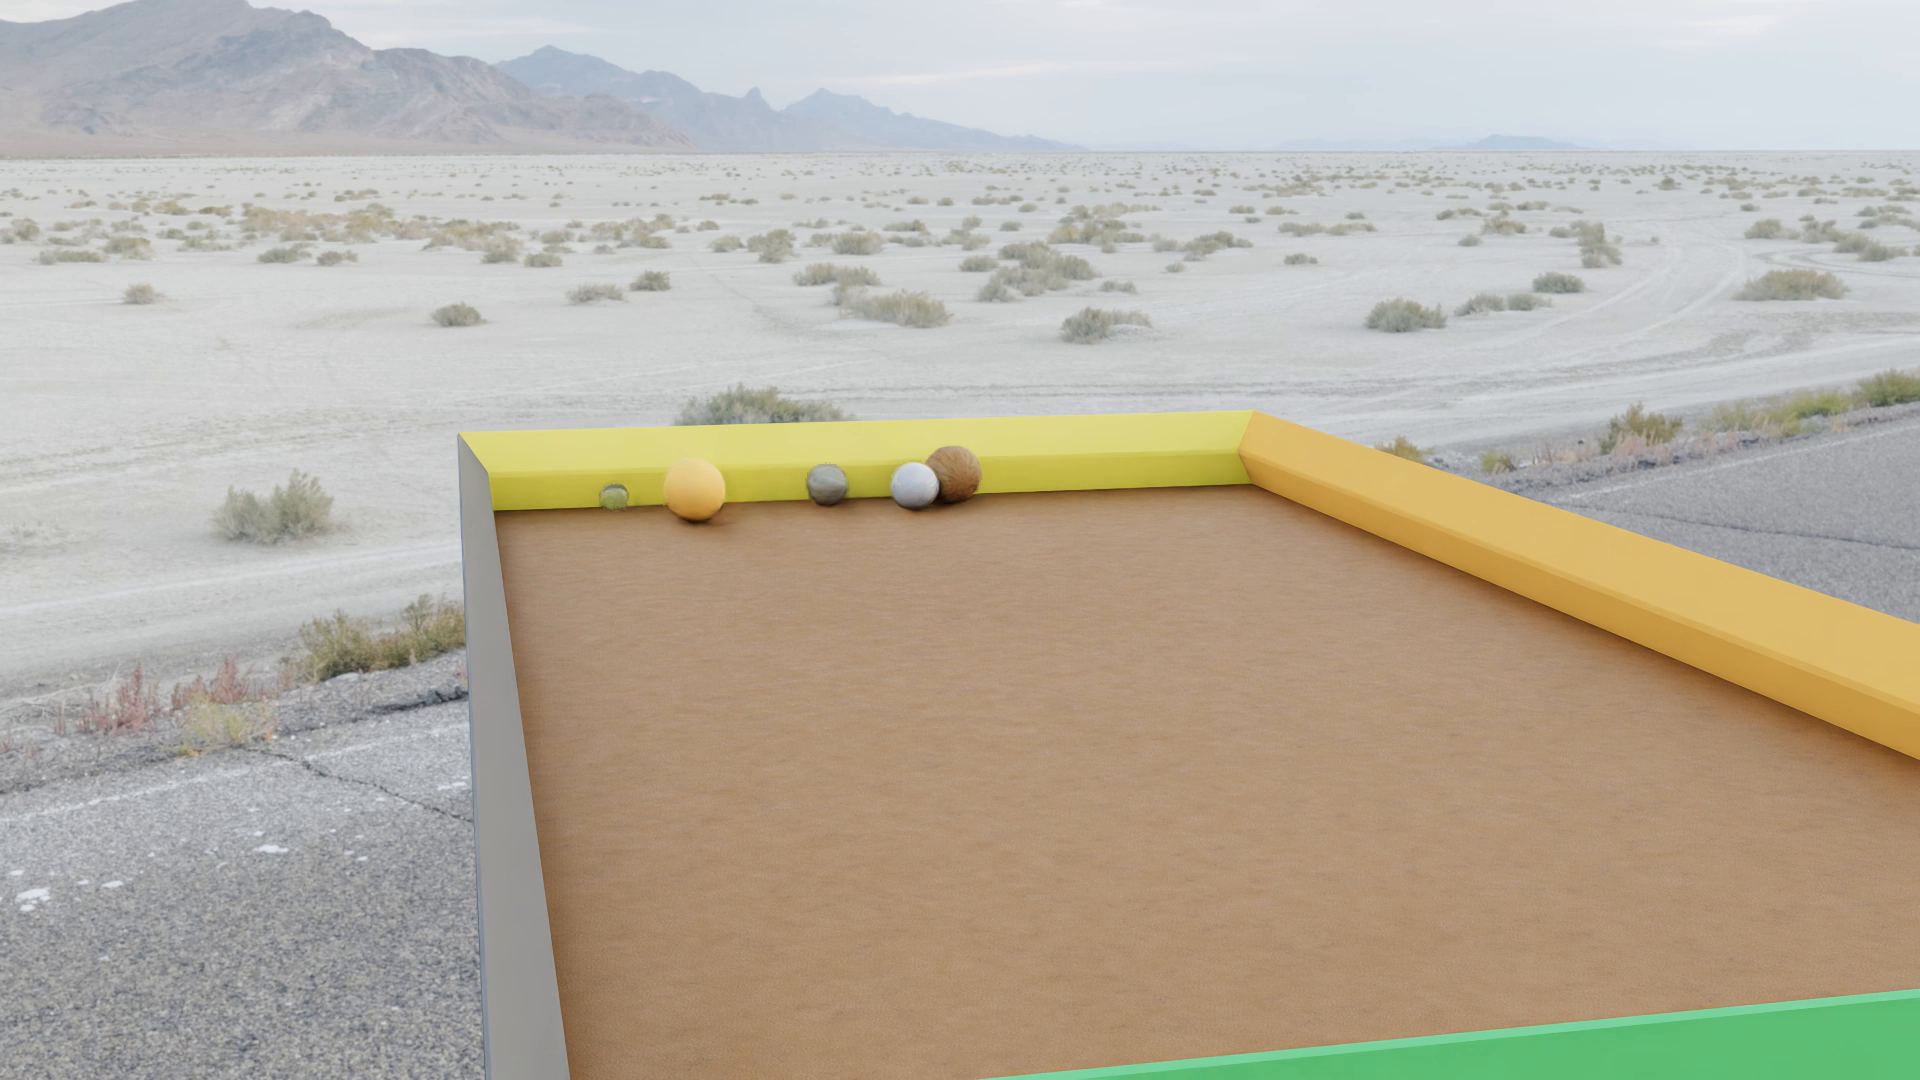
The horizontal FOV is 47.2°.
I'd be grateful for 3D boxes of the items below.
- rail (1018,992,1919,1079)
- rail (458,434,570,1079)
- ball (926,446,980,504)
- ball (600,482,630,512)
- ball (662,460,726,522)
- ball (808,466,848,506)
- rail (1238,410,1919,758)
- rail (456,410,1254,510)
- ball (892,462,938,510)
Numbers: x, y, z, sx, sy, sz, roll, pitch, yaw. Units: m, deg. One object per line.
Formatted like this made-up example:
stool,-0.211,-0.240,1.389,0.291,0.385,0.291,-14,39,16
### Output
rail,0.437,0.306,1.204,1.357,0.127,0.045,-2,10,-13
rail,-0.491,0.113,2.293,0.045,0.127,2.619,-2,10,-13
ball,-0.014,-0.109,3.635,0.095,0.095,0.095,0,10,0
ball,-0.558,-0.069,3.554,0.046,0.046,0.046,0,10,0
ball,-0.418,-0.078,3.456,0.098,0.098,0.098,0,10,0
ball,-0.218,-0.090,3.616,0.066,0.066,0.066,0,10,0
rail,0.785,0.061,2.583,0.045,0.127,2.619,-2,10,-13
rail,-0.142,-0.132,3.672,1.357,0.127,0.045,-2,10,-13
ball,-0.073,-0.087,3.568,0.076,0.076,0.076,0,10,0
